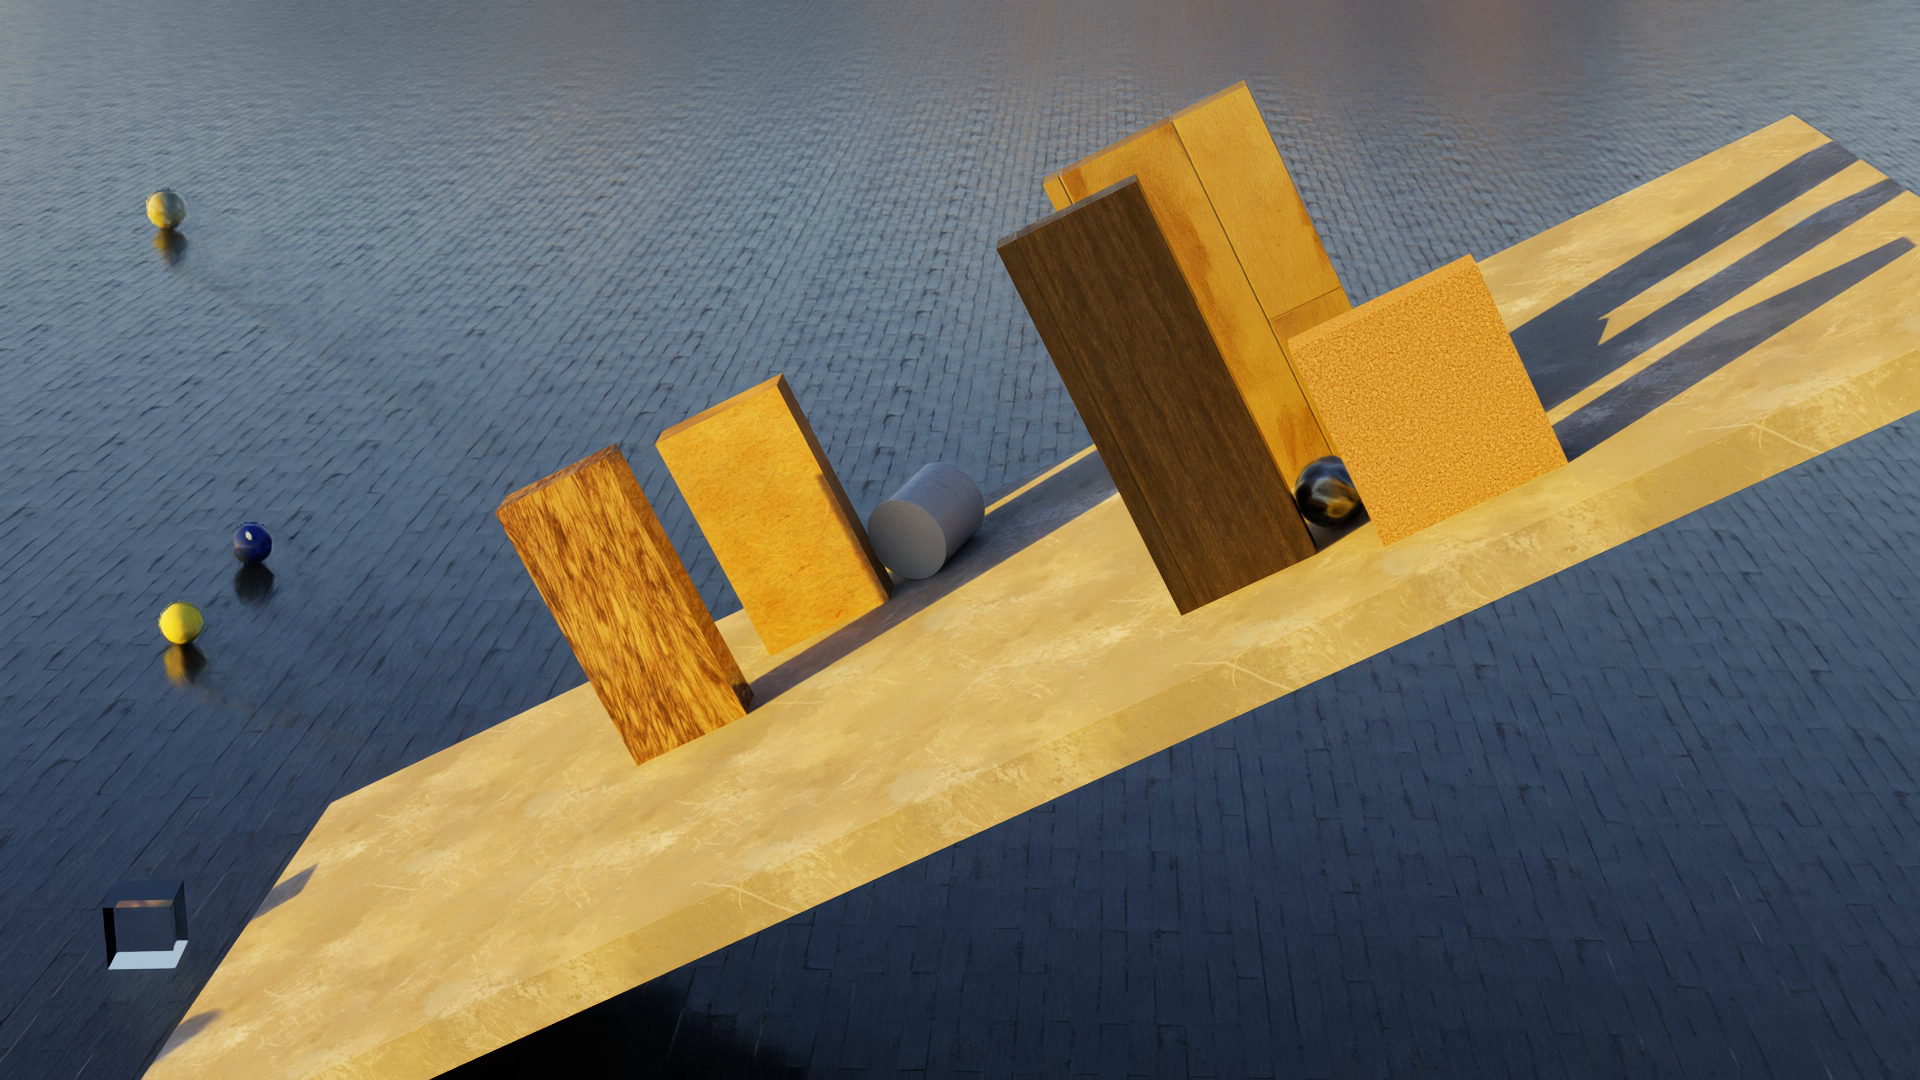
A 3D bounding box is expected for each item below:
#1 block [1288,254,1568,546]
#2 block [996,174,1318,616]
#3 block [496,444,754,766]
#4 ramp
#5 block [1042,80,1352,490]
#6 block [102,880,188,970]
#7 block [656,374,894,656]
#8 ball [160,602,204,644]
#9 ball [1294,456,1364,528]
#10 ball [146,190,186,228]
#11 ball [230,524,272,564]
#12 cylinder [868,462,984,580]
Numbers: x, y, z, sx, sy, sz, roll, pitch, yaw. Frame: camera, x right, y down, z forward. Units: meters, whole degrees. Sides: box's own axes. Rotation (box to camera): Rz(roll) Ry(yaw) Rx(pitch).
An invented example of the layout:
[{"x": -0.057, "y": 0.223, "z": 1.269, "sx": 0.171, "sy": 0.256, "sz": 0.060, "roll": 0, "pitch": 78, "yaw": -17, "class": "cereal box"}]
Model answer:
[{"x": 0.853, "y": -0.254, "z": 5.373, "sx": 0.365, "sy": 0.409, "sz": 0.099, "roll": -25, "pitch": 14, "yaw": 10, "class": "block"}, {"x": 0.374, "y": -0.268, "z": 5.531, "sx": 0.285, "sy": 0.790, "sz": 0.088, "roll": -25, "pitch": 14, "yaw": 10, "class": "block"}, {"x": -0.730, "y": 0.143, "z": 6.447, "sx": 0.274, "sy": 0.646, "sz": 0.134, "roll": -25, "pitch": 14, "yaw": 10, "class": "block"}, {"x": 0.139, "y": 0.168, "z": 6.281, "sx": 4.000, "sy": 0.100, "sz": 2.000, "roll": -25, "pitch": 14, "yaw": 10, "class": "ramp"}, {"x": 0.545, "y": -0.476, "z": 5.976, "sx": 0.448, "sy": 0.788, "sz": 0.087, "roll": -25, "pitch": 14, "yaw": 10, "class": "block"}, {"x": -1.900, "y": 0.898, "z": 6.868, "sx": 0.154, "sy": 0.154, "sz": 0.154, "roll": -1, "pitch": 17, "yaw": -3, "class": "block"}, {"x": -0.423, "y": -0.057, "z": 6.771, "sx": 0.312, "sy": 0.563, "sz": 0.121, "roll": -25, "pitch": 14, "yaw": 10, "class": "block"}, {"x": -2.400, "y": 0.257, "z": 9.072, "sx": 0.128, "sy": 0.128, "sz": 0.128, "roll": 0, "pitch": 17, "yaw": 0, "class": "ball"}, {"x": 0.709, "y": -0.092, "z": 5.635, "sx": 0.138, "sy": 0.138, "sz": 0.138, "roll": 0, "pitch": 17, "yaw": 0, "class": "ball"}, {"x": -4.253, "y": -1.770, "z": 15.760, "sx": 0.203, "sy": 0.203, "sz": 0.203, "roll": 0, "pitch": 17, "yaw": 0, "class": "ball"}, {"x": -2.380, "y": 0.014, "z": 9.878, "sx": 0.134, "sy": 0.134, "sz": 0.134, "roll": 0, "pitch": 17, "yaw": 0, "class": "ball"}, {"x": -0.078, "y": -0.045, "z": 6.836, "sx": 0.204, "sy": 0.204, "sz": 0.204, "roll": 8, "pitch": 30, "yaw": 25, "class": "cylinder"}]
